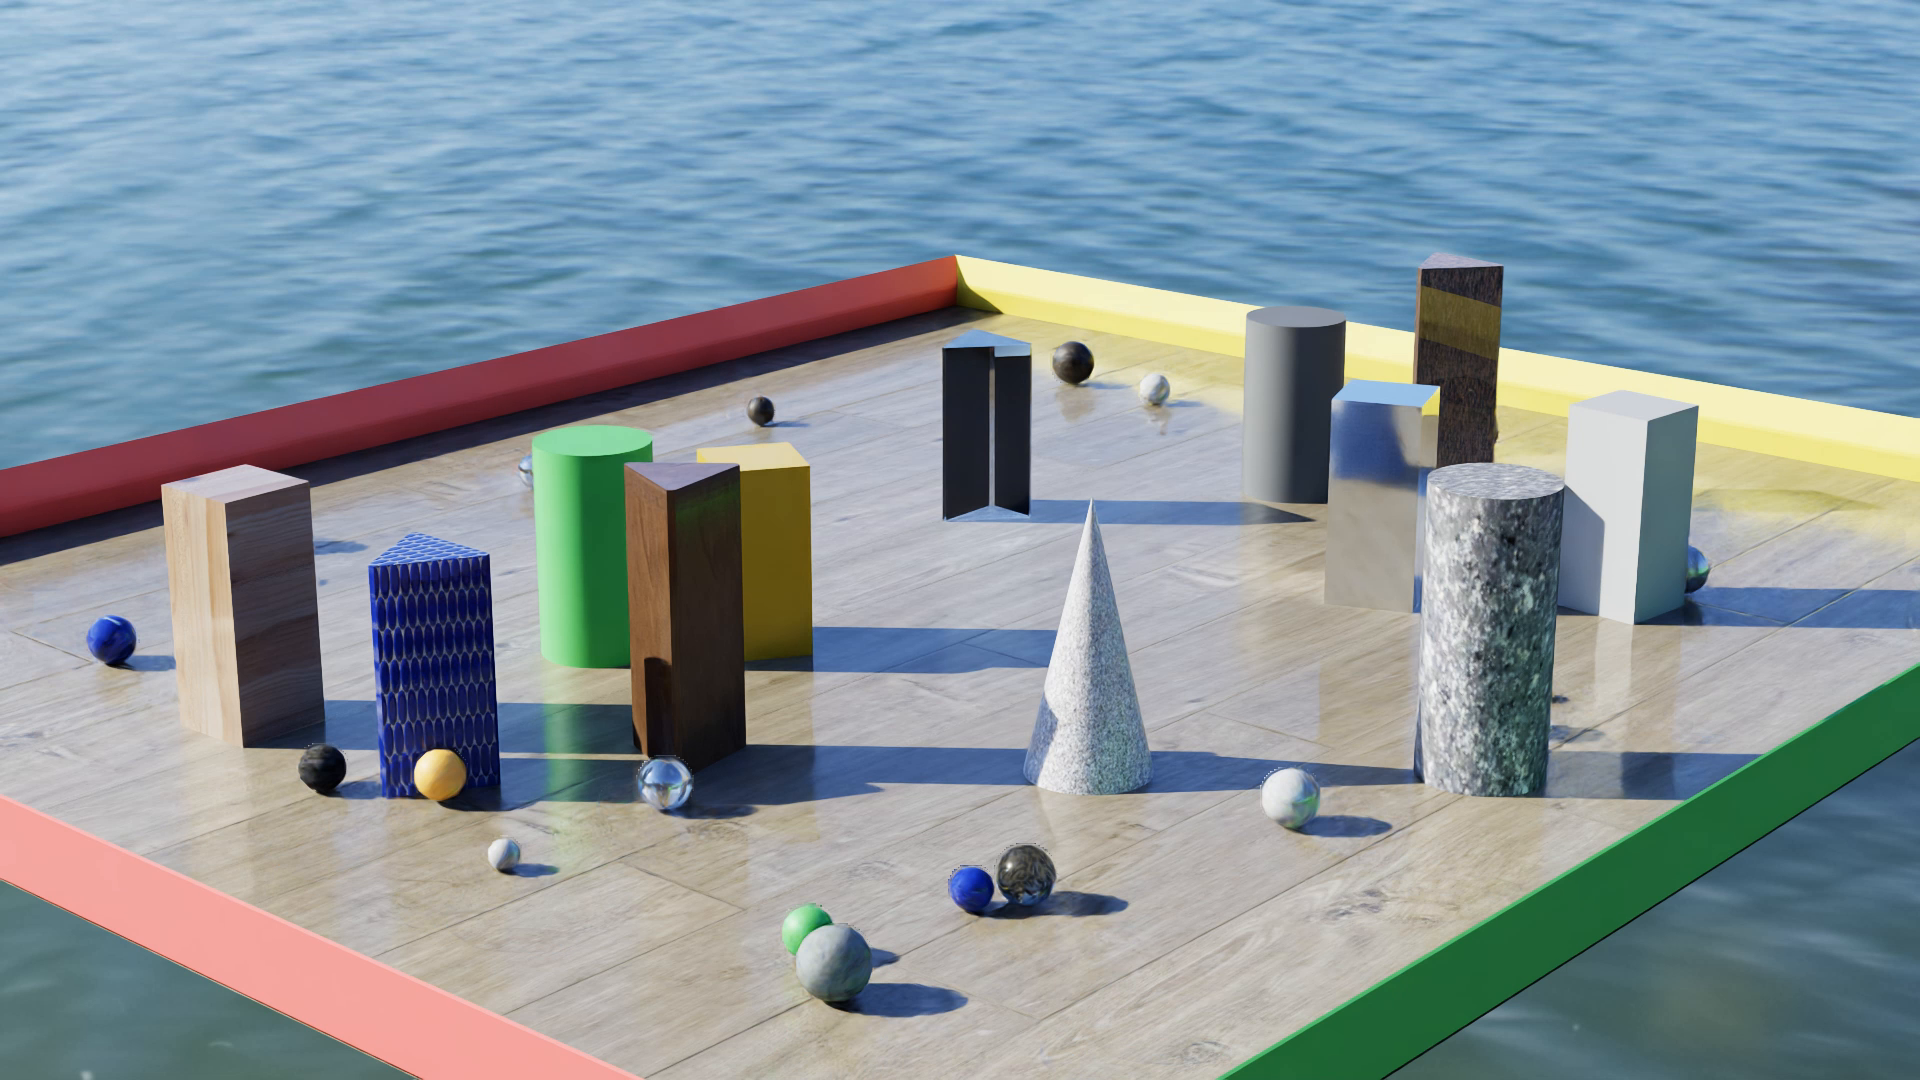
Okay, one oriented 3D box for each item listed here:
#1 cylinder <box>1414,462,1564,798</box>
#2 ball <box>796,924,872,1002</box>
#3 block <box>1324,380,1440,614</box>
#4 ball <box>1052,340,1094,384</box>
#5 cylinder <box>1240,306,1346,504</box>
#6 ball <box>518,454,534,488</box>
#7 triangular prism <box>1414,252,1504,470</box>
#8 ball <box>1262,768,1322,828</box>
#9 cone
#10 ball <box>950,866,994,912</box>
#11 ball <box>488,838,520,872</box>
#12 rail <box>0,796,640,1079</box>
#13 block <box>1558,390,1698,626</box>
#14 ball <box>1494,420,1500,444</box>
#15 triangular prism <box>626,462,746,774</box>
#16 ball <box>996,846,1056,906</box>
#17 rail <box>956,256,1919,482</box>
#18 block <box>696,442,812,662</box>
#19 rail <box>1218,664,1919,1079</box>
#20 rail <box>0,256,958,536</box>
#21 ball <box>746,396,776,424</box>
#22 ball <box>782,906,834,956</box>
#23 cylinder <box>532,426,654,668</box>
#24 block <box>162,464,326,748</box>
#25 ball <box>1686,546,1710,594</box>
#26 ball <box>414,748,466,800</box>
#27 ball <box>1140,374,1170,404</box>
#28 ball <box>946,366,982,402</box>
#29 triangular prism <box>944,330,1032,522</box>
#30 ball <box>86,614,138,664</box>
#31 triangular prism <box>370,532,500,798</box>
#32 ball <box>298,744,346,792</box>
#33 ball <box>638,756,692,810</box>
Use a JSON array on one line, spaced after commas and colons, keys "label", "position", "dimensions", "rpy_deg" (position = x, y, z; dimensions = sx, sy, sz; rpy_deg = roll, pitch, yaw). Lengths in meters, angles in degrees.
[{"label": "cylinder", "position": [0.764, 0.129, 4.247], "dimensions": [0.194, 0.446, 0.194], "rpy_deg": [0, 17, 0]}, {"label": "ball", "position": [-0.153, 0.516, 3.574], "dimensions": [0.094, 0.094, 0.094], "rpy_deg": [0, 17, 0]}, {"label": "block", "position": [0.730, -0.077, 5.071], "dimensions": [0.155, 0.365, 0.155], "rpy_deg": [6, 18, 19]}, {"label": "ball", "position": [0.255, -0.400, 6.603], "dimensions": [0.097, 0.097, 0.097], "rpy_deg": [0, 17, 0]}, {"label": "cylinder", "position": [0.650, -0.265, 5.721], "dimensions": [0.194, 0.349, 0.194], "rpy_deg": [0, 17, 0]}, {"label": "ball", "position": [-0.836, -0.136, 5.776], "dimensions": [0.069, 0.069, 0.069], "rpy_deg": [0, 17, 0]}, {"label": "triangular prism", "position": [0.935, -0.312, 5.670], "dimensions": [0.168, 0.468, 0.145], "rpy_deg": [-3, 17, -9]}, {"label": "ball", "position": [0.464, 0.361, 4.106], "dimensions": [0.083, 0.083, 0.083], "rpy_deg": [0, 17, 0]}, {"label": "cone", "position": [0.189, 0.138, 4.257], "dimensions": [0.194, 0.422, 0.194], "rpy_deg": [0, 17, 0]}, {"label": "ball", "position": [0.016, 0.456, 3.834], "dimensions": [0.058, 0.058, 0.058], "rpy_deg": [0, 17, 0]}, {"label": "ball", "position": [-0.616, 0.425, 3.961], "dimensions": [0.044, 0.044, 0.044], "rpy_deg": [0, 17, 0]}, {"label": "rail", "position": [-1.161, 0.418, 3.840], "dimensions": [3.144, 0.126, 0.045], "rpy_deg": [14, 22, 39]}, {"label": "block", "position": [1.143, -0.058, 5.021], "dimensions": [0.155, 0.357, 0.155], "rpy_deg": [-16, 23, -42]}, {"label": "ball", "position": [1.064, -0.225, 6.035], "dimensions": [0.090, 0.090, 0.090], "rpy_deg": [0, 17, 0]}, {"label": "triangular prism", "position": [-0.429, 0.108, 4.326], "dimensions": [0.145, 0.440, 0.168], "rpy_deg": [10, 19, 30]}, {"label": "ball", "position": [0.087, 0.440, 3.849], "dimensions": [0.079, 0.079, 0.079], "rpy_deg": [0, 17, 0]}, {"label": "rail", "position": [1.161, -0.355, 6.400], "dimensions": [3.144, 0.126, 0.045], "rpy_deg": [14, 22, 39]}, {"label": "block", "position": [-0.338, 0.019, 4.825], "dimensions": [0.155, 0.322, 0.155], "rpy_deg": [-5, 17, -15]}, {"label": "rail", "position": [1.169, 0.325, 4.149], "dimensions": [0.045, 0.126, 3.589], "rpy_deg": [14, 22, 39]}, {"label": "rail", "position": [-1.169, -0.262, 6.092], "dimensions": [0.045, 0.126, 3.589], "rpy_deg": [14, 22, 39]}, {"label": "ball", "position": [-0.425, -0.276, 6.255], "dimensions": [0.061, 0.061, 0.061], "rpy_deg": [0, 17, 0]}, {"label": "ball", "position": [-0.191, 0.494, 3.692], "dimensions": [0.067, 0.067, 0.067], "rpy_deg": [0, 17, 0]}, {"label": "cylinder", "position": [-0.595, 0.010, 4.796], "dimensions": [0.194, 0.357, 0.194], "rpy_deg": [0, 17, 0]}, {"label": "block", "position": [-1.088, 0.098, 4.457], "dimensions": [0.155, 0.383, 0.155], "rpy_deg": [14, 21, 38]}, {"label": "ball", "position": [1.264, 0.051, 5.114], "dimensions": [0.085, 0.085, 0.085], "rpy_deg": [0, 17, 0]}, {"label": "ball", "position": [-0.743, 0.335, 4.191], "dimensions": [0.074, 0.074, 0.074], "rpy_deg": [0, 17, 0]}, {"label": "ball", "position": [0.428, -0.331, 6.427], "dimensions": [0.067, 0.067, 0.067], "rpy_deg": [0, 17, 0]}, {"label": "ball", "position": [0.008, -0.345, 6.450], "dimensions": [0.080, 0.080, 0.080], "rpy_deg": [0, 17, 0]}, {"label": "triangular prism", "position": [0.039, -0.222, 5.596], "dimensions": [0.168, 0.338, 0.145], "rpy_deg": [-3, 17, -10]}, {"label": "ball", "position": [-1.380, 0.162, 4.772], "dimensions": [0.080, 0.080, 0.080], "rpy_deg": [0, 17, 0]}, {"label": "triangular prism", "position": [-0.772, 0.176, 4.258], "dimensions": [0.168, 0.349, 0.145], "rpy_deg": [-6, 18, -18]}, {"label": "ball", "position": [-0.921, 0.329, 4.237], "dimensions": [0.068, 0.068, 0.068], "rpy_deg": [0, 17, 0]}, {"label": "ball", "position": [-0.419, 0.346, 4.166], "dimensions": [0.076, 0.076, 0.076], "rpy_deg": [0, 17, 0]}]
